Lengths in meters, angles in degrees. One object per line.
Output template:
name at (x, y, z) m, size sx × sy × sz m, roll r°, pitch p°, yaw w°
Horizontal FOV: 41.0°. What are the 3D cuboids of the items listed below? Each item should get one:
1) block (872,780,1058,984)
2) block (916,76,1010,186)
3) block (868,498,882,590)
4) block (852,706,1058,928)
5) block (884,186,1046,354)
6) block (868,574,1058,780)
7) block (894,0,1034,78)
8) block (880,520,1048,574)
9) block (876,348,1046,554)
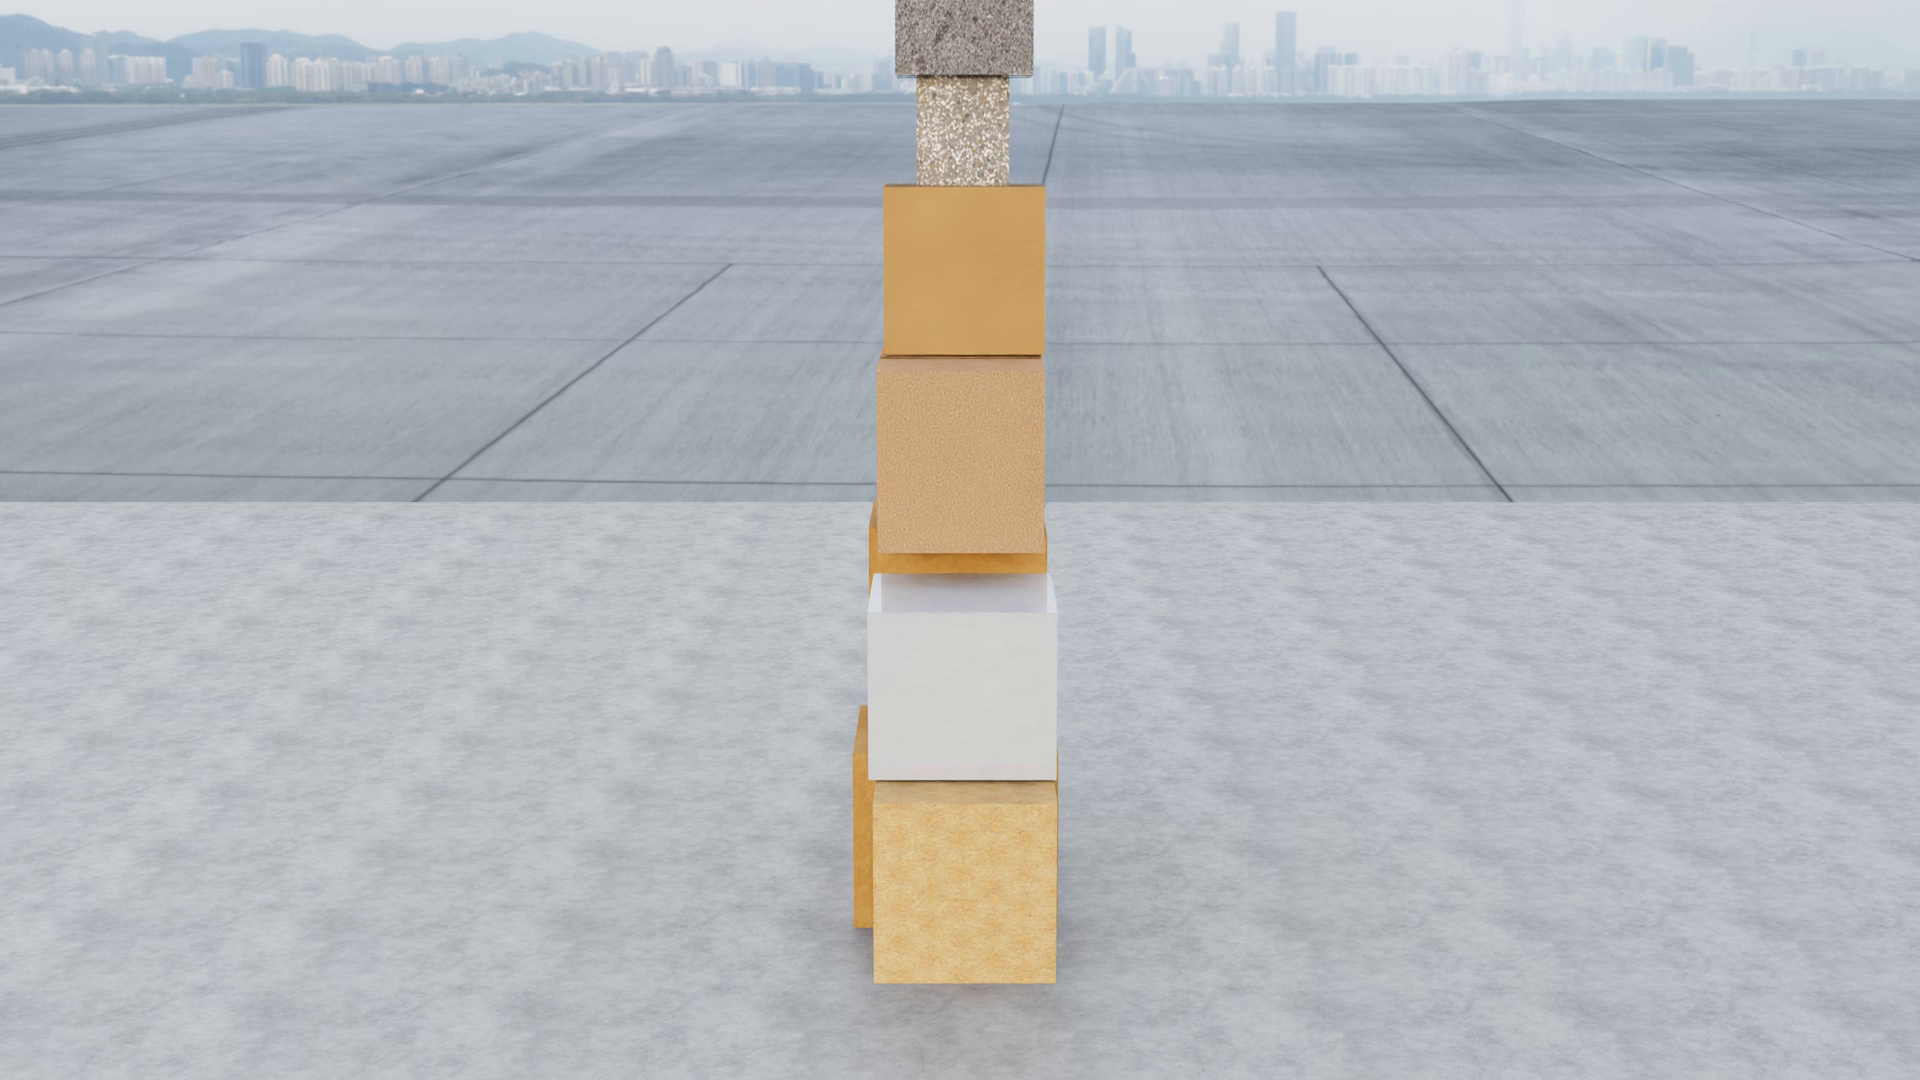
block at (0.019, 1.317, 10.291) m, size 0.713 × 0.726 × 0.656 m, roll 0°, pitch 10°, yaw 0°
block at (0.012, -1.729, 10.856) m, size 0.385 × 0.455 × 0.452 m, roll 0°, pitch 8°, yaw 0°
block at (-0.019, 0.216, 11.976) m, size 0.781 × 0.706 × 0.806 m, roll 0°, pitch 10°, yaw 0°
block at (-0.018, 1.174, 11.029) m, size 0.846 × 0.744 × 0.828 m, roll 0°, pitch 10°, yaw 0°
block at (0.019, -1.163, 10.940) m, size 0.669 × 0.690 × 0.655 m, roll 0°, pitch 8°, yaw 0°
block at (0.010, 0.546, 10.499) m, size 0.747 × 0.681 × 0.765 m, roll 0°, pitch 11°, yaw 0°
block at (0.018, -2.253, 10.778) m, size 0.568 × 0.604 × 0.586 m, roll 0°, pitch 8°, yaw 0°
block at (0.018, 0.307, 11.205) m, size 0.700 × 0.807 × 0.704 m, roll 0°, pitch 12°, yaw 0°
block at (0.003, -0.384, 10.720) m, size 0.678 × 0.745 × 0.723 m, roll 0°, pitch 12°, yaw 0°
